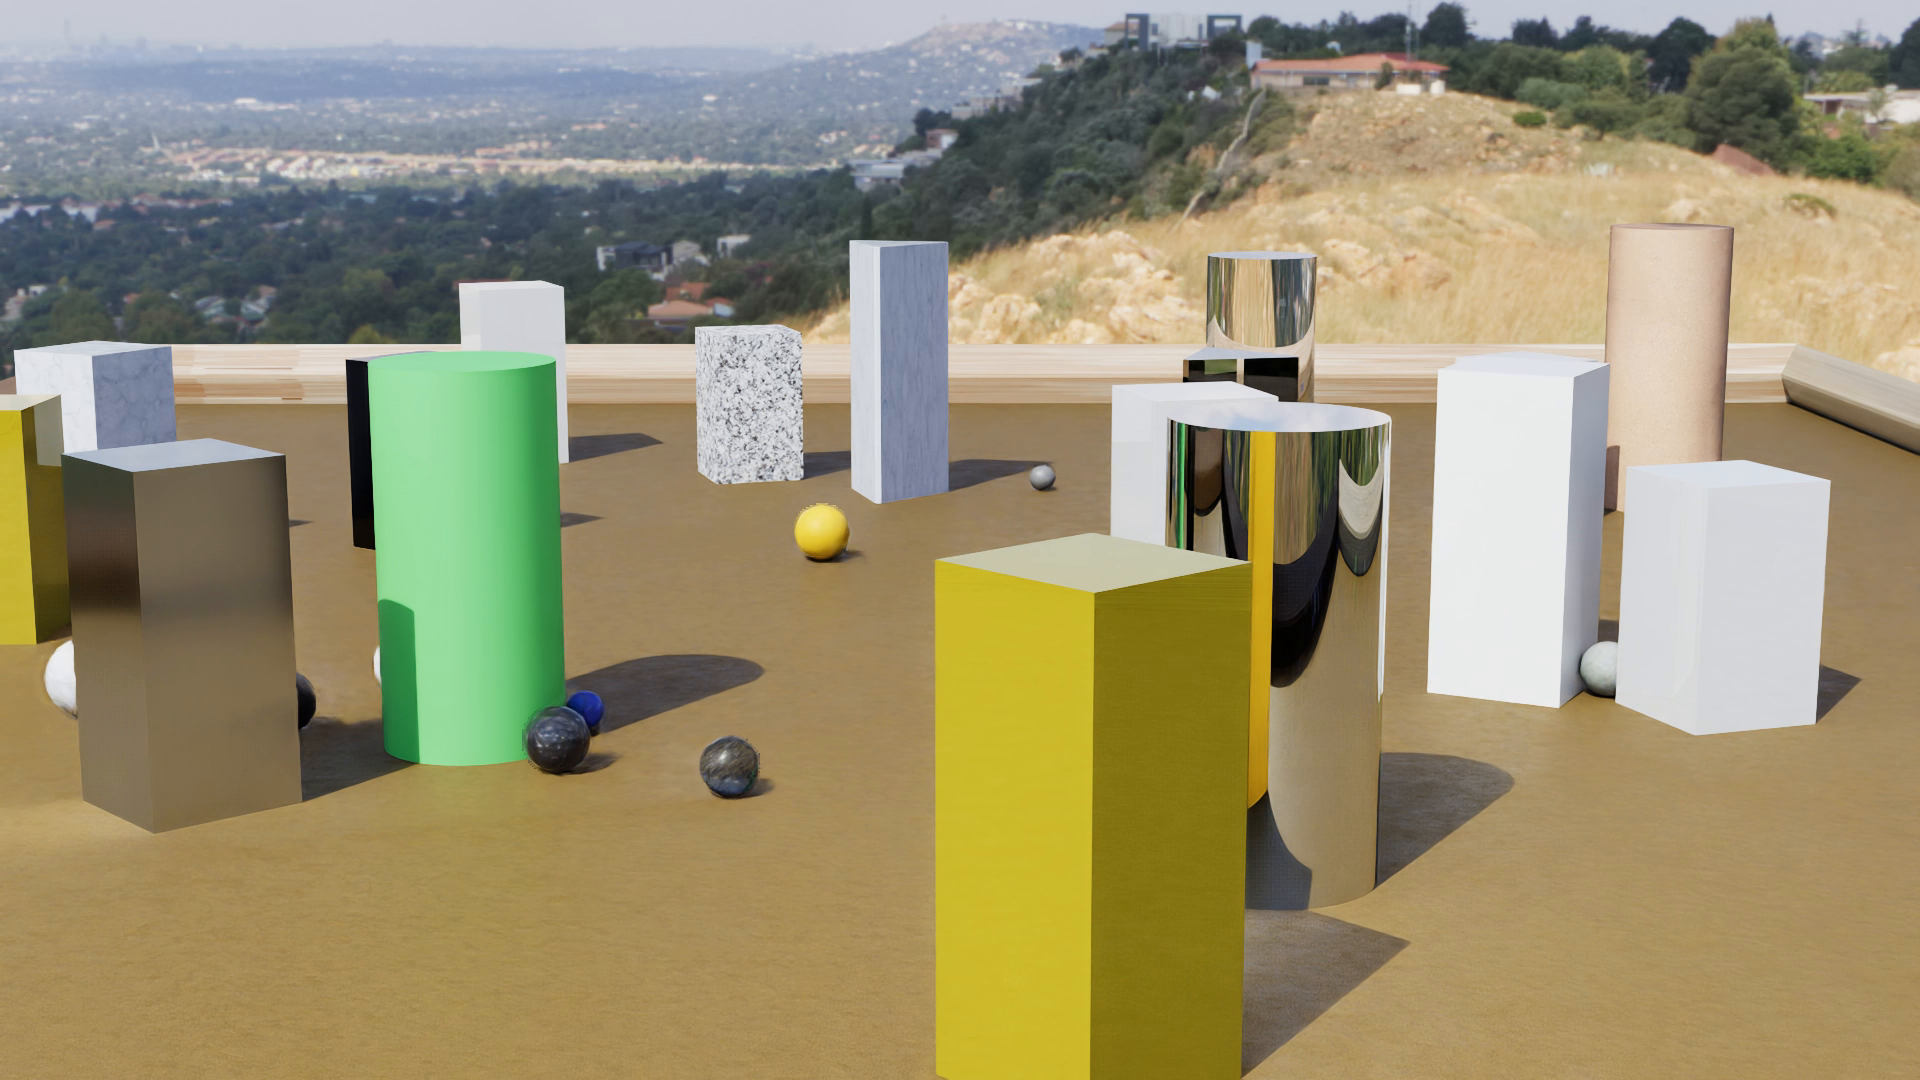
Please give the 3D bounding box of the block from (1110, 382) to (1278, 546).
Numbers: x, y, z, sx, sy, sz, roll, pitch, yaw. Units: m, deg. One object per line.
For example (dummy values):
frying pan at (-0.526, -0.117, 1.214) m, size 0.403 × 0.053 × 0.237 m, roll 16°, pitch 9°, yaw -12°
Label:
block at (0.285, -0.017, 3.156) m, size 0.157 × 0.335 × 0.157 m, roll -3°, pitch 11°, yaw -15°

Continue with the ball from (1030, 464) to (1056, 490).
ball at (0.143, -0.108, 4.441) m, size 0.045 × 0.045 × 0.045 m, roll 0°, pitch 11°, yaw 0°

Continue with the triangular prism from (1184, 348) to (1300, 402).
triangular prism at (0.379, -0.110, 3.697) m, size 0.170 × 0.321 × 0.147 m, roll -3°, pitch 11°, yaw -13°

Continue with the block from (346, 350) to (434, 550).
block at (-0.819, -0.134, 3.917) m, size 0.157 × 0.288 × 0.157 m, roll 8°, pitch 13°, yaw 36°

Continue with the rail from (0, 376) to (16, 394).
rail at (-1.809, 0.035, 3.439) m, size 0.045 × 0.128 × 4.332 m, roll 0°, pitch 11°, yaw 0°

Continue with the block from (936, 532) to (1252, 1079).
block at (0.093, 0.203, 1.836) m, size 0.157 × 0.383 × 0.157 m, roll -9°, pitch 14°, yaw -42°

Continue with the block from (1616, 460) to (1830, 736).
block at (0.858, 0.061, 2.894) m, size 0.157 × 0.276 × 0.157 m, roll -4°, pitch 11°, yaw -18°

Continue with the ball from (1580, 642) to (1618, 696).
ball at (0.756, 0.150, 2.995) m, size 0.064 × 0.064 × 0.064 m, roll 0°, pitch 11°, yaw 0°

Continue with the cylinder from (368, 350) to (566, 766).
cylinder at (-0.528, 0.015, 2.759) m, size 0.196 × 0.416 × 0.196 m, roll 0°, pitch 11°, yaw 0°

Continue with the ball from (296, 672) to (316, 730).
ball at (-0.745, 0.178, 2.827) m, size 0.070 × 0.070 × 0.070 m, roll 0°, pitch 11°, yaw 0°

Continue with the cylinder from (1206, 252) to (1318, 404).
cylinder at (0.541, -0.318, 4.625) m, size 0.196 × 0.390 × 0.196 m, roll 0°, pitch 11°, yaw 0°

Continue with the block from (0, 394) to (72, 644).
block at (-1.256, -0.029, 3.313) m, size 0.157 × 0.300 × 0.157 m, roll 0°, pitch 11°, yaw -1°

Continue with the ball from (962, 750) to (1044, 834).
ball at (0.041, 0.242, 2.460) m, size 0.080 × 0.080 × 0.080 m, roll 0°, pitch 11°, yaw 0°

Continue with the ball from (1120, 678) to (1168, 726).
ball at (0.206, 0.180, 2.864) m, size 0.052 × 0.052 × 0.052 m, roll 0°, pitch 11°, yaw 0°

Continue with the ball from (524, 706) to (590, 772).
ball at (-0.420, 0.207, 2.673) m, size 0.069 × 0.069 × 0.069 m, roll 0°, pitch 11°, yaw 0°

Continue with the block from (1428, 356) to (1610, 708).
block at (0.656, -0.014, 3.012) m, size 0.157 × 0.381 × 0.157 m, roll 6°, pitch 12°, yaw 28°

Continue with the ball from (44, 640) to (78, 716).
ball at (-0.984, 0.155, 2.895) m, size 0.091 × 0.091 × 0.091 m, roll 0°, pitch 11°, yaw 0°

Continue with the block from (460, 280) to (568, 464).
block at (-0.829, -0.310, 4.765) m, size 0.157 × 0.325 × 0.157 m, roll -5°, pitch 11°, yaw -23°

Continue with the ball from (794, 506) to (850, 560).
ball at (-0.205, -0.011, 3.814) m, size 0.082 × 0.082 × 0.082 m, roll 0°, pitch 11°, yaw 0°

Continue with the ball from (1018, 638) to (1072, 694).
ball at (0.100, 0.147, 3.009) m, size 0.065 × 0.065 × 0.065 m, roll 0°, pitch 11°, yaw 0°

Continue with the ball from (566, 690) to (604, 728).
ball at (-0.417, 0.188, 2.847) m, size 0.043 × 0.043 × 0.043 m, roll 0°, pitch 11°, yaw 0°

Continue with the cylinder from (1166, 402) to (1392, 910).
cylinder at (0.280, 0.098, 2.297) m, size 0.196 × 0.421 × 0.196 m, roll 0°, pitch 11°, yaw 0°

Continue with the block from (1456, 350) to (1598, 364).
block at (0.904, -0.160, 4.119) m, size 0.157 × 0.265 × 0.157 m, roll -8°, pitch 13°, yaw -35°

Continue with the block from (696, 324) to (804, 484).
block at (-0.377, -0.245, 4.584) m, size 0.157 × 0.262 × 0.157 m, roll -3°, pitch 11°, yaw -18°

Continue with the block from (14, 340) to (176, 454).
block at (-1.289, -0.132, 3.843) m, size 0.157 × 0.311 × 0.157 m, roll 6°, pitch 12°, yaw 27°

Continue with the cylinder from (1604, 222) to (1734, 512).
cylinder at (1.169, -0.287, 4.256) m, size 0.196 × 0.464 × 0.196 m, roll 0°, pitch 11°, yaw 0°

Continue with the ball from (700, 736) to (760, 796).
ball at (-0.233, 0.228, 2.587) m, size 0.060 × 0.060 × 0.060 m, roll 0°, pitch 11°, yaw 0°

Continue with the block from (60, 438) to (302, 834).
block at (-0.769, 0.089, 2.537) m, size 0.157 × 0.351 × 0.157 m, roll -10°, pitch 14°, yaw -42°

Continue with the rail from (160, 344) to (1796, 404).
rail at (-0.012, -0.358, 5.555) m, size 3.665 × 0.128 × 0.045 m, roll 0°, pitch 11°, yaw 0°

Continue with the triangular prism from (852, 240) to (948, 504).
triangular prism at (-0.132, -0.293, 4.384) m, size 0.147 × 0.429 × 0.170 m, roll 10°, pitch 14°, yaw 43°

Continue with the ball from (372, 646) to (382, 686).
ball at (-0.649, 0.145, 2.999) m, size 0.073 × 0.073 × 0.073 m, roll 0°, pitch 11°, yaw 0°

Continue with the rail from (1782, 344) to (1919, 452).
rail at (1.809, 0.031, 3.459) m, size 0.045 × 0.128 × 4.332 m, roll 0°, pitch 11°, yaw 0°
